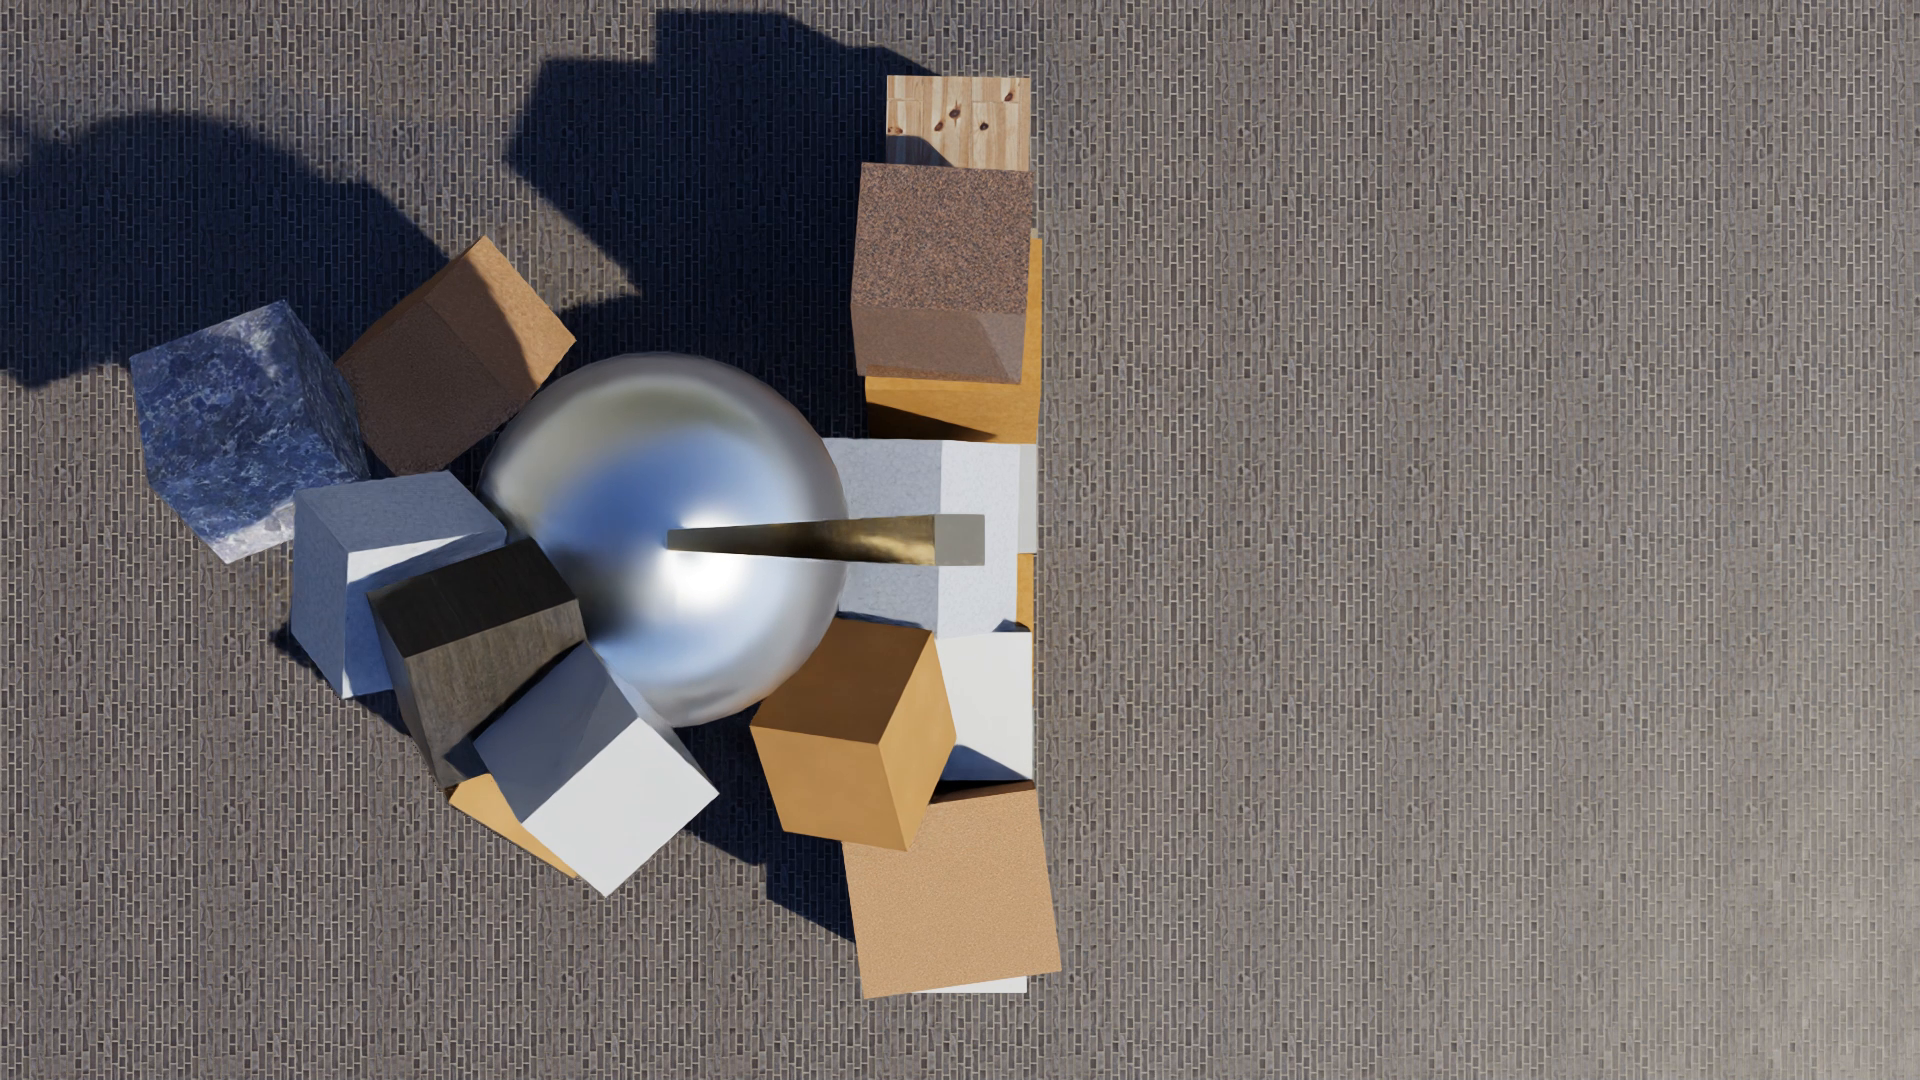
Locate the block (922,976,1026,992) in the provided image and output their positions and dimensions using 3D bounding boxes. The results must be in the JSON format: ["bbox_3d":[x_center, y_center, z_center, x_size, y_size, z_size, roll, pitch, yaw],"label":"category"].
[{"bbox_3d":[-0.018,2.103,12.572,0.771,0.855,0.794,0,90,0],"label":"block"}]

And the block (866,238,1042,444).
[{"bbox_3d":[-0.029,-1.062,11.779,0.904,0.744,0.868,1,72,0],"label":"block"}]

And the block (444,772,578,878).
[{"bbox_3d":[-2.226,1.252,11.781,0.774,0.655,0.716,35,83,-14],"label":"block"}]

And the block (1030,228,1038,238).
[{"bbox_3d":[0.003,-1.300,12.635,0.856,0.730,0.877,0,90,0],"label":"block"}]

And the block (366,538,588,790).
[{"bbox_3d":[-1.771,0.453,8.248,0.652,0.550,0.579,-20,122,-20],"label":"block"}]

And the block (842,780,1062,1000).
[{"bbox_3d":[-0.050,1.784,11.609,1.007,1.071,0.924,-8,90,0],"label":"block"}]

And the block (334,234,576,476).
[{"bbox_3d":[-2.760,-0.960,11.859,0.862,0.924,0.751,-32,108,24],"label":"block"}]

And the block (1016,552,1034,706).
[{"bbox_3d":[0.013,0.493,12.554,0.782,0.892,0.835,0,90,0],"label":"block"}]

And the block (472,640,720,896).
[{"bbox_3d":[-1.324,0.826,7.981,0.549,0.575,0.497,-43,129,-4],"label":"block"}]

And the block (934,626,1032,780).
[{"bbox_3d":[0.018,0.868,11.798,0.715,0.617,0.773,0,91,0],"label":"block"}]

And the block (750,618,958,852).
[{"bbox_3d":[-0.513,0.955,10.948,0.672,0.768,0.784,7,135,20],"label":"block"}]

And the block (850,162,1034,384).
[{"bbox_3d":[-0.083,-1.320,11.014,0.841,0.871,0.764,3,72,1],"label":"block"}]

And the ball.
[{"bbox_3d":[-1.260,0.000,9.283,1.600,1.600,1.600,0,90,0],"label":"ball"}]

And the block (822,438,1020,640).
[{"bbox_3d":[-0.322,-0.022,11.504,0.934,1.007,0.988,2,92,24],"label":"block"}]

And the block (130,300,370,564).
[{"bbox_3d":[-3.424,-0.520,10.677,0.790,0.778,0.776,-21,60,-1],"label":"block"}]

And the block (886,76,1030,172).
[{"bbox_3d":[-0.014,-2.007,11.716,0.739,0.707,0.775,1,90,0],"label":"block"}]

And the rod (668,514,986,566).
[{"bbox_3d":[-0.546,0.000,5.959,0.080,5.200,0.080,0,90,-12],"label":"rod"}]

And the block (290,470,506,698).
[{"bbox_3d":[-2.240,0.164,8.747,0.641,0.543,0.641,-10,123,-35],"label":"block"}]

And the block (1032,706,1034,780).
[{"bbox_3d":[0.001,1.308,12.583,0.821,0.835,0.775,0,90,0],"label":"block"}]

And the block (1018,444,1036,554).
[{"bbox_3d":[0.000,-0.389,12.551,0.842,0.898,0.918,0,90,0],"label":"block"}]
